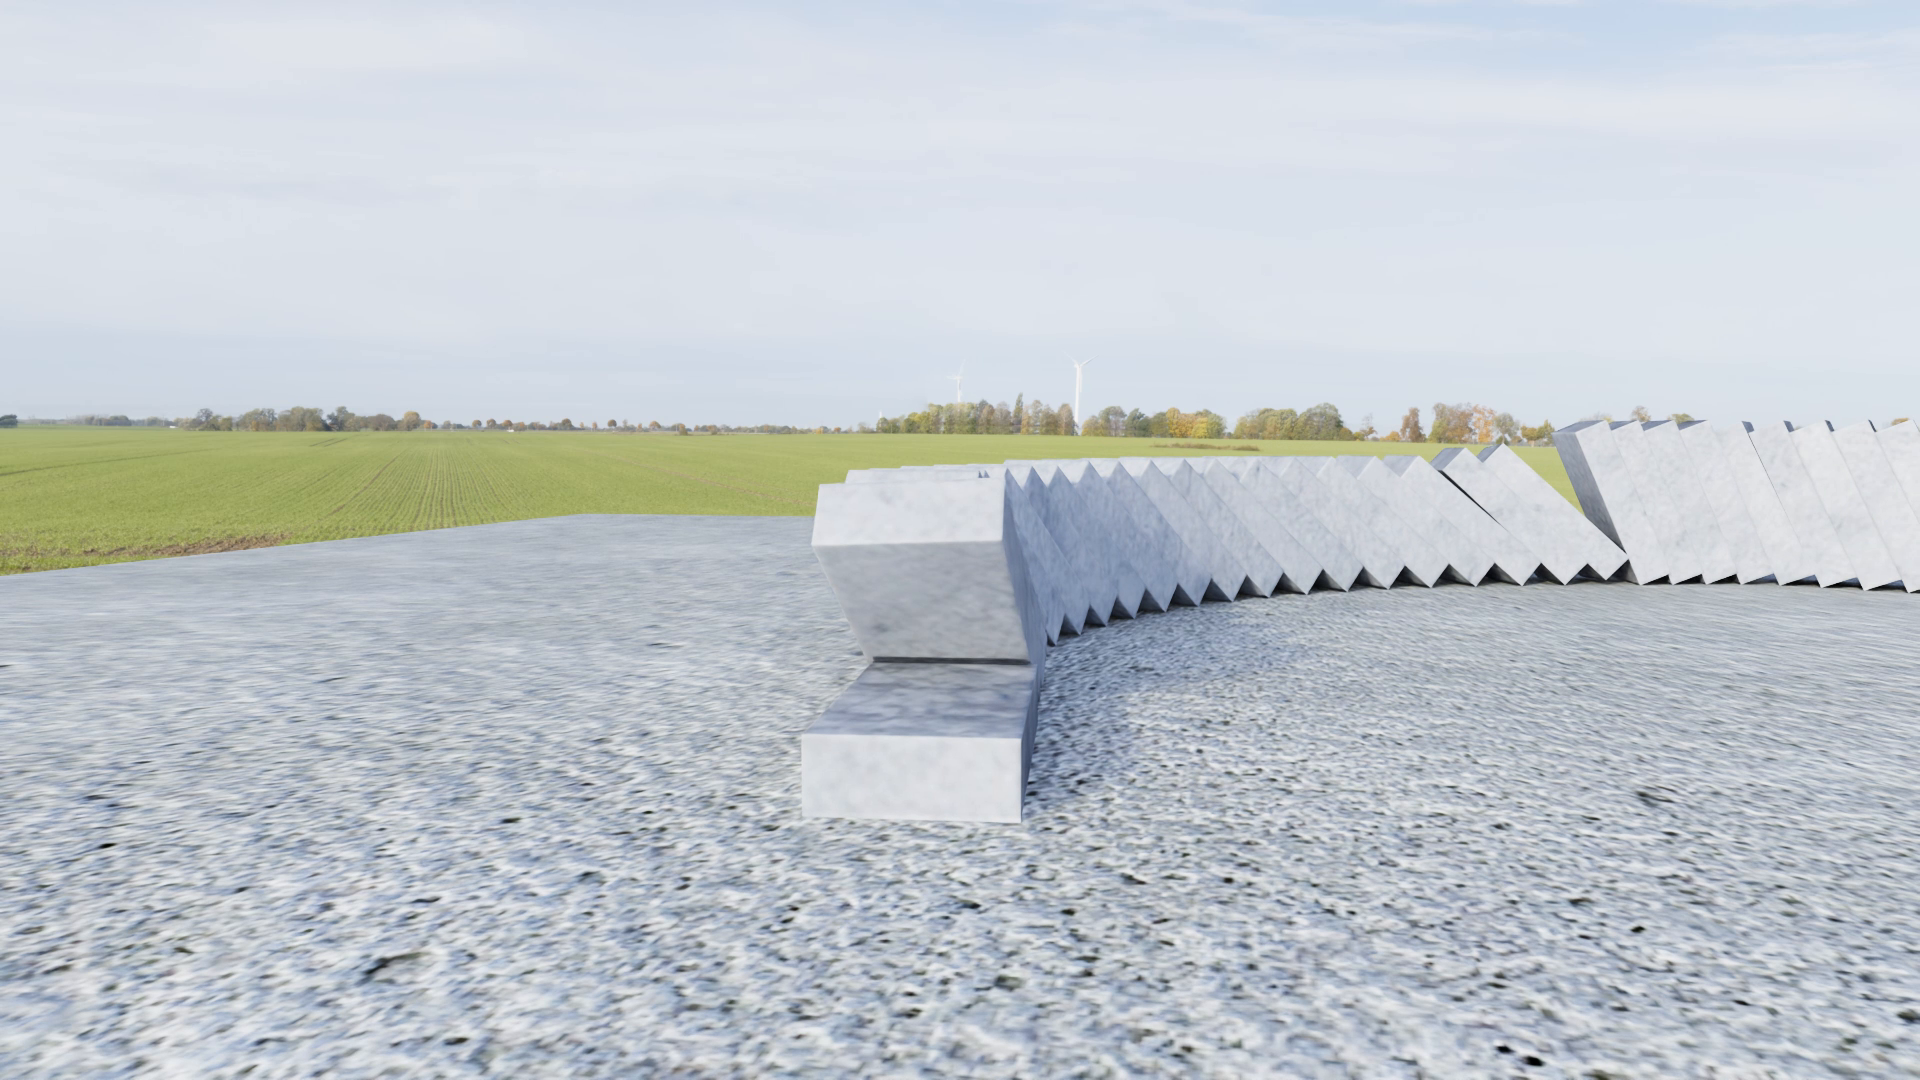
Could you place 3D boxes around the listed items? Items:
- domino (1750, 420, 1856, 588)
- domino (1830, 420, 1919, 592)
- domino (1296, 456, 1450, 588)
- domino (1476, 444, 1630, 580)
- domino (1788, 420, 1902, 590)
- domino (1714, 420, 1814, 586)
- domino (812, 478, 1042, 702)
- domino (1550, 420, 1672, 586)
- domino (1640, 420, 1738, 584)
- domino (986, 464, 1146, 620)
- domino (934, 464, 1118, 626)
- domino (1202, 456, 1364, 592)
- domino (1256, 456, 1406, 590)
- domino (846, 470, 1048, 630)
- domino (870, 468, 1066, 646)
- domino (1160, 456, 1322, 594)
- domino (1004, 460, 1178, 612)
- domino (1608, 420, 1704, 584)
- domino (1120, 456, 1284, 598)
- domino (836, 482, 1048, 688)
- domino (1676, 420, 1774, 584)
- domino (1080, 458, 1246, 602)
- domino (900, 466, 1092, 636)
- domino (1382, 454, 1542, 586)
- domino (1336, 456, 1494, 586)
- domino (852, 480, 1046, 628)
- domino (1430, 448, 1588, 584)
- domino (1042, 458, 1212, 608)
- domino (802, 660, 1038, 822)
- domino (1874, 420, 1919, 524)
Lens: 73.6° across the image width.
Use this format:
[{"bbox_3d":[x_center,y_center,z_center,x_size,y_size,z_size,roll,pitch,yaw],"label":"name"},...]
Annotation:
[{"bbox_3d":[0.258,-0.012,0.391,0.010,0.050,0.025,-27,-13,36],"label":"domino"},{"bbox_3d":[0.274,-0.011,0.378,0.009,0.050,0.025,-27,-13,36],"label":"domino"},{"bbox_3d":[0.121,-0.006,0.387,0.050,0.009,0.025,39,-4,-12],"label":"domino"},{"bbox_3d":[0.182,-0.009,0.401,0.050,0.009,0.025,44,8,7],"label":"domino"},{"bbox_3d":[0.265,-0.011,0.384,0.009,0.050,0.025,-27,-13,36],"label":"domino"},{"bbox_3d":[0.249,-0.012,0.398,0.009,0.050,0.025,-27,-13,35],"label":"domino"},{"bbox_3d":[-0.003,0.009,0.188,0.025,0.009,0.050,-2,-32,9],"label":"domino"},{"bbox_3d":[0.201,-0.012,0.398,0.009,0.050,0.025,-23,1,10],"label":"domino"},{"bbox_3d":[0.224,-0.012,0.400,0.009,0.050,0.025,-22,-1,13],"label":"domino"},{"bbox_3d":[0.022,0.001,0.305,0.025,0.009,0.050,3,-32,38],"label":"domino"},{"bbox_3d":[0.014,0.002,0.290,0.025,0.009,0.050,3,-32,34],"label":"domino"},{"bbox_3d":[0.091,-0.005,0.372,0.050,0.009,0.025,41,-12,-21],"label":"domino"},{"bbox_3d":[0.105,-0.005,0.380,0.050,0.009,0.025,40,-9,-17],"label":"domino"},{"bbox_3d":[-0.002,0.005,0.243,0.025,0.009,0.050,1,-33,21],"label":"domino"},{"bbox_3d":[0.001,0.004,0.260,0.025,0.010,0.050,2,-32,27],"label":"domino"},{"bbox_3d":[0.078,-0.004,0.364,0.050,0.010,0.025,41,-14,-23],"label":"domino"},{"bbox_3d":[0.031,-0.001,0.318,0.025,0.009,0.050,4,-33,42],"label":"domino"},{"bbox_3d":[0.212,-0.012,0.399,0.009,0.050,0.025,-23,0,12],"label":"domino"},{"bbox_3d":[0.065,-0.003,0.354,0.050,0.009,0.025,43,-19,-28],"label":"domino"},{"bbox_3d":[-0.002,0.009,0.207,0.025,0.009,0.050,0,-31,13],"label":"domino"},{"bbox_3d":[0.235,-0.012,0.400,0.010,0.050,0.025,-22,-2,15],"label":"domino"},{"bbox_3d":[0.053,-0.003,0.343,0.025,0.010,0.050,5,-32,51],"label":"domino"},{"bbox_3d":[0.007,0.003,0.275,0.025,0.009,0.050,3,-32,31],"label":"domino"},{"bbox_3d":[0.152,-0.007,0.395,0.050,0.010,0.025,39,1,-5],"label":"domino"},{"bbox_3d":[0.136,-0.006,0.391,0.050,0.009,0.025,39,-2,-9],"label":"domino"},{"bbox_3d":[-0.001,0.007,0.224,0.025,0.010,0.050,1,-31,13],"label":"domino"},{"bbox_3d":[0.169,-0.008,0.399,0.050,0.009,0.025,44,8,2],"label":"domino"},{"bbox_3d":[0.042,-0.002,0.331,0.025,0.010,0.050,5,-32,46],"label":"domino"},{"bbox_3d":[-0.003,0.025,0.170,0.025,0.010,0.050,0,4,6],"label":"domino"},{"bbox_3d":[0.282,-0.010,0.372,0.010,0.050,0.025,-27,-13,36],"label":"domino"}]
